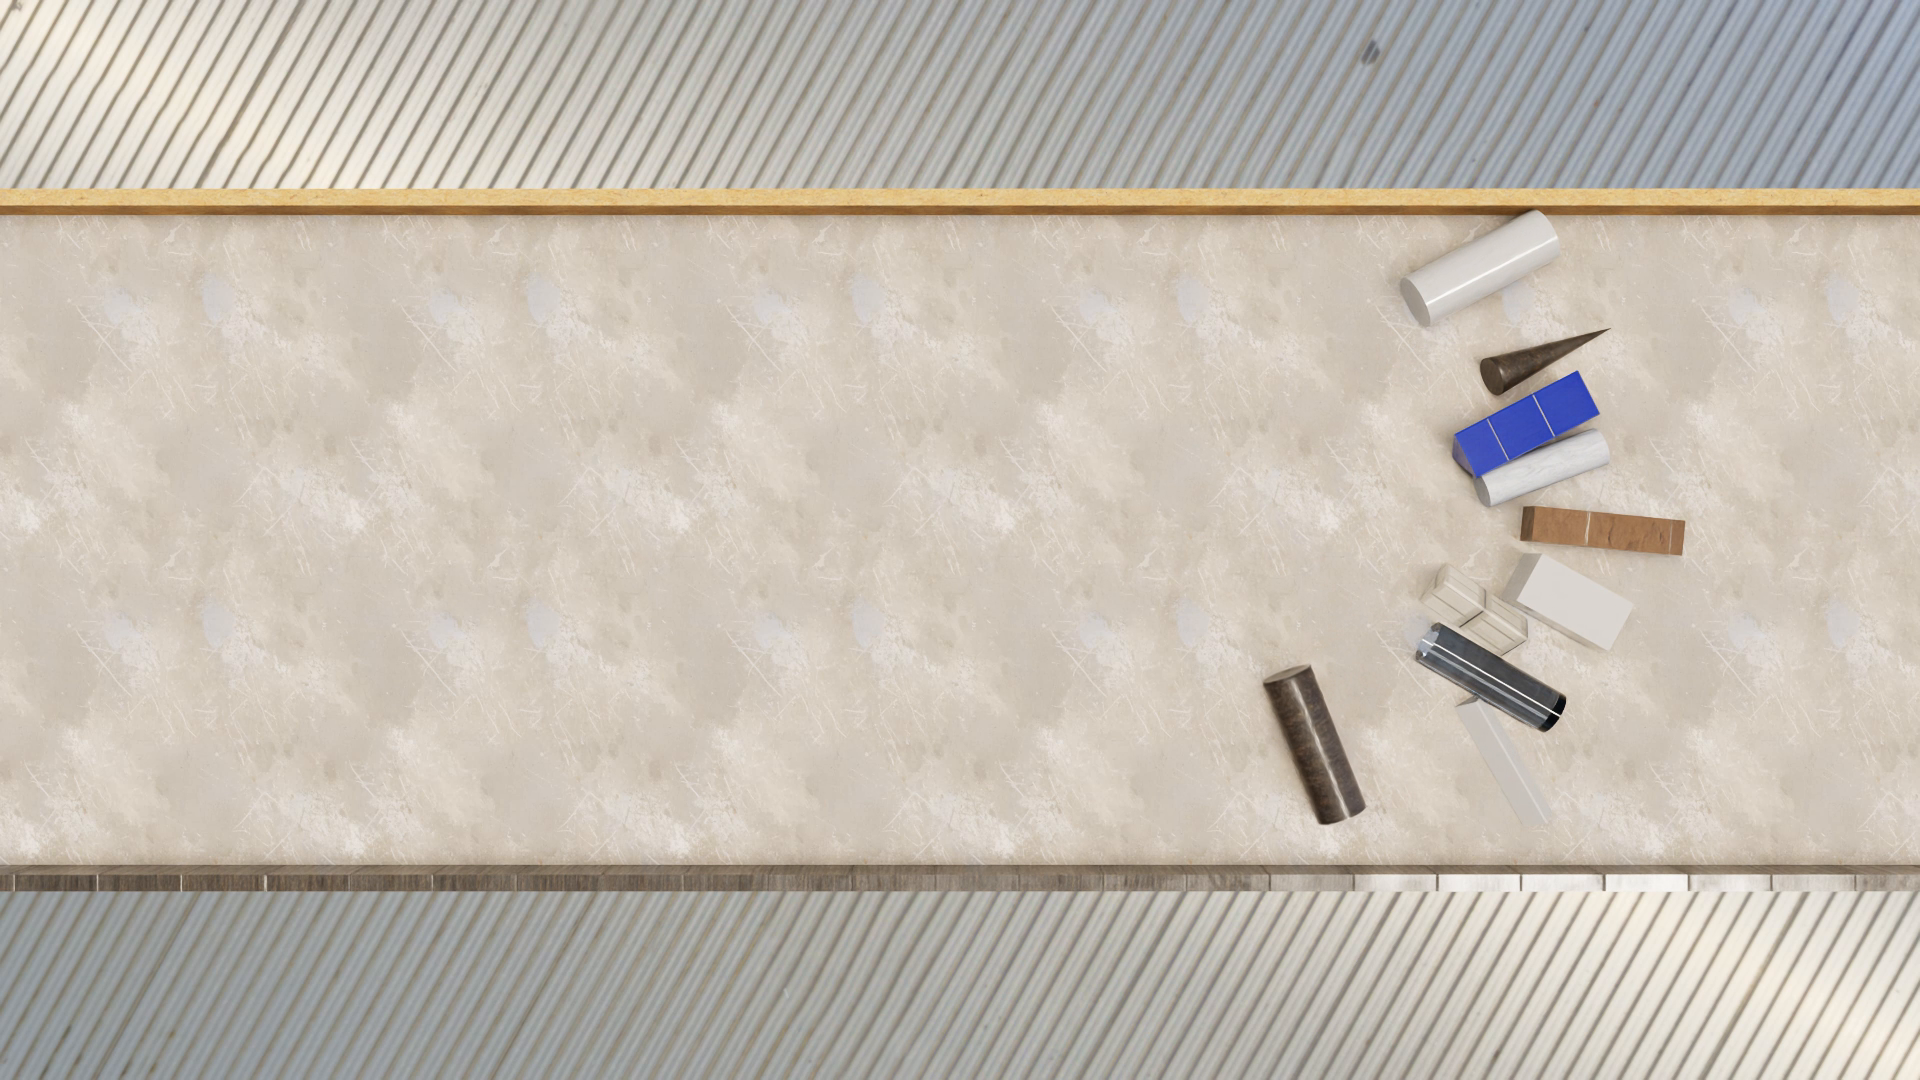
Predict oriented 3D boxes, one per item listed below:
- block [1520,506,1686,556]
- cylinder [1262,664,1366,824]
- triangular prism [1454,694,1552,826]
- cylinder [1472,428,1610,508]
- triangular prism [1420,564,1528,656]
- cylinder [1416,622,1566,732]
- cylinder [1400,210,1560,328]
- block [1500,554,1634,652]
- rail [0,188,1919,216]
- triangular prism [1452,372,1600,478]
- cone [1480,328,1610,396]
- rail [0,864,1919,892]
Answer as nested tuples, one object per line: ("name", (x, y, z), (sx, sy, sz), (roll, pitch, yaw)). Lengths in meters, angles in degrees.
("block", (1.955, -0.028, 5.023), (0.455, 0.106, 0.106), (6, 90, 0))
("cylinder", (1.074, 0.618, 5.000), (0.154, 0.154, 0.460), (-22, 90, 0))
("triangular prism", (1.670, 0.673, 5.032), (0.097, 0.084, 0.426), (-30, 90, 0))
("cylinder", (1.767, -0.219, 5.017), (0.383, 0.118, 0.118), (-20, 90, 0))
("triangular prism", (1.578, 0.213, 5.013), (0.304, 0.121, 0.140), (35, 90, 0))
("cylinder", (1.611, 0.417, 5.009), (0.438, 0.134, 0.134), (30, 90, 0))
("cylinder", (1.573, -0.822, 4.992), (0.441, 0.169, 0.169), (-28, 90, 0))
("block", (1.835, 0.186, 4.996), (0.314, 0.160, 0.160), (29, 90, 0))
("rail", (-2.247, -1.025, 5.002), (12.000, 0.150, 0.050), (0, 90, 0))
("triangular prism", (1.695, -0.364, 4.982), (0.418, 0.146, 0.126), (-28, 121, 0))
("cone", (1.814, -0.575, 5.046), (0.428, 0.121, 0.121), (-22, 90, -8))
("rail", (-2.247, 1.025, 5.001), (12.000, 0.150, 0.050), (0, 90, 0))
